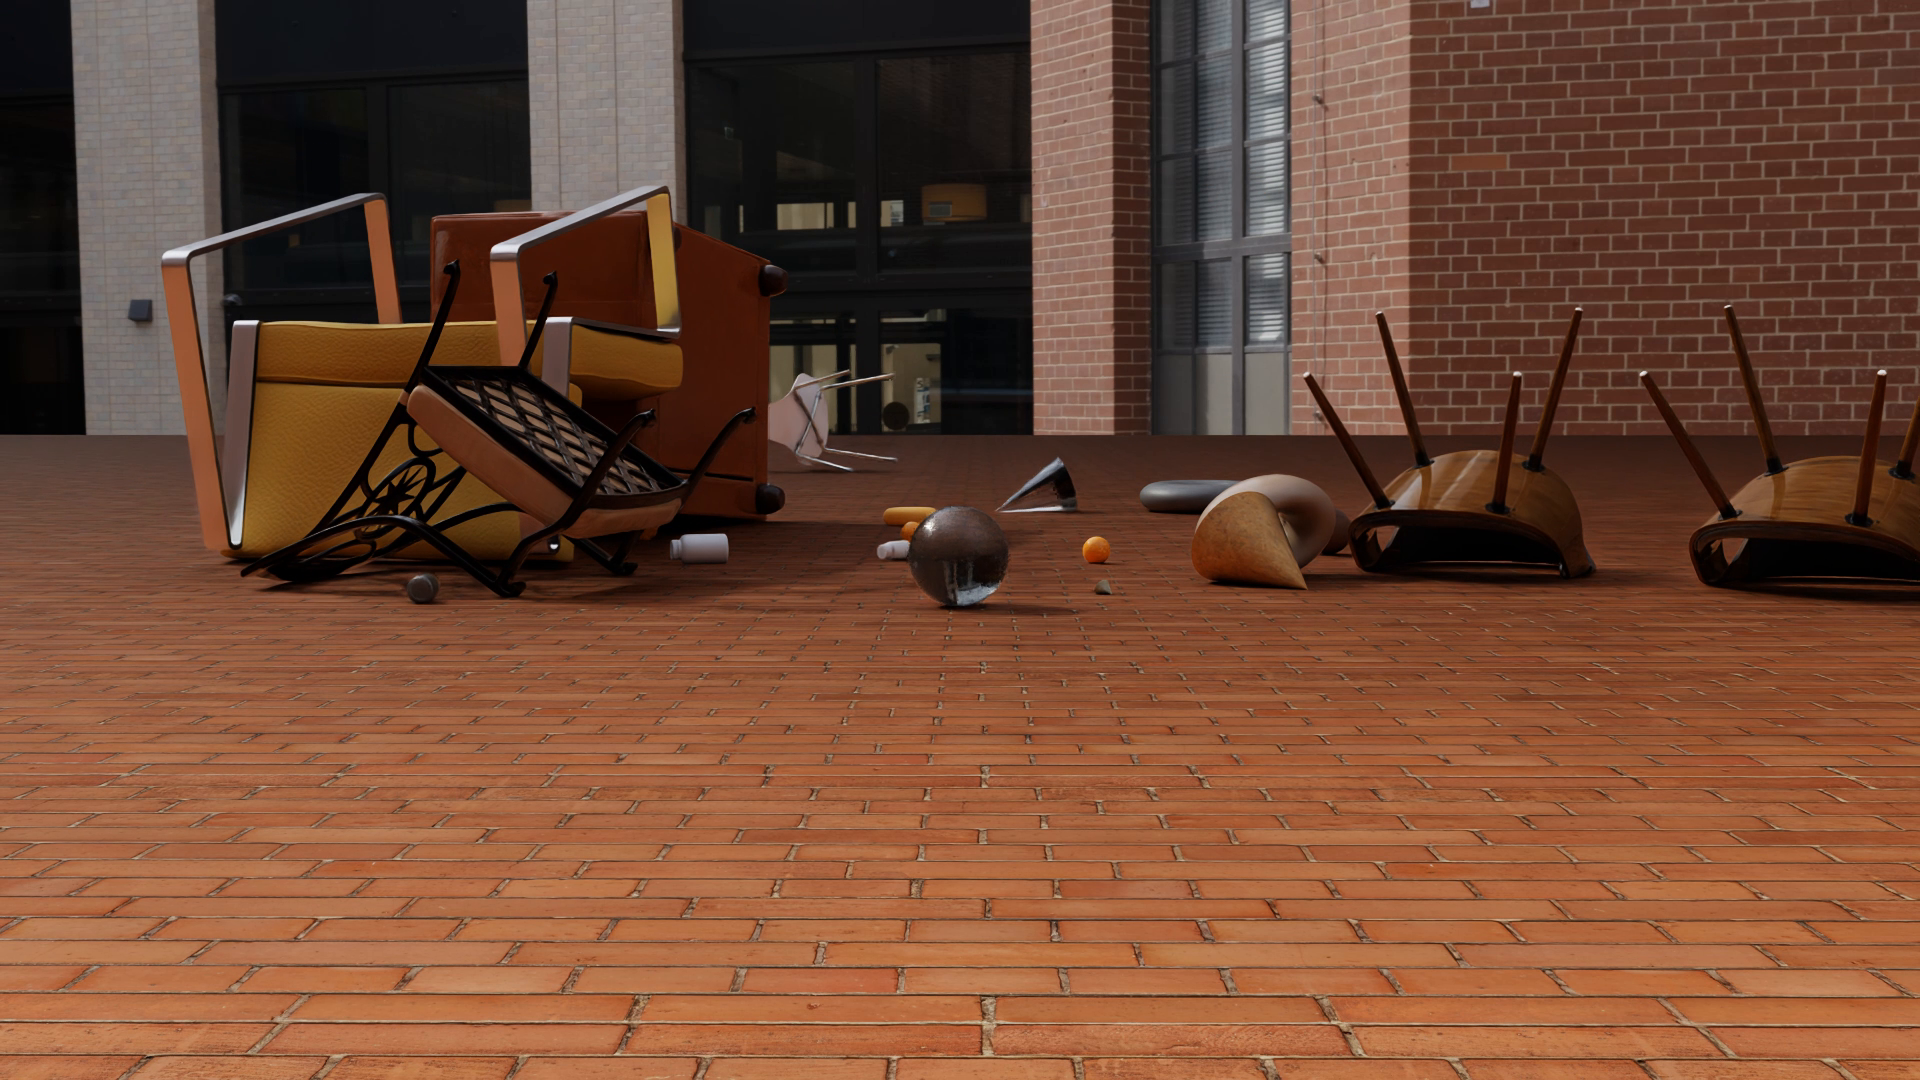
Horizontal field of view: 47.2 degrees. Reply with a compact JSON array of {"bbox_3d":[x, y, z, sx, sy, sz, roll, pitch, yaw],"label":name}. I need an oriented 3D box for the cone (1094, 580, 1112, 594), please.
[{"bbox_3d":[0.321,0.111,4.819,0.032,0.037,0.054,36,20,27],"label":"cone"}]

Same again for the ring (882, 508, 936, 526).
[{"bbox_3d":[-0.161,-0.076,7.234,0.192,0.060,0.147,0,3,20],"label":"ring"}]

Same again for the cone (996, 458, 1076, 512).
[{"bbox_3d":[0.256,-0.154,8.062,0.286,0.199,0.235,-21,-24,-10],"label":"cone"}]

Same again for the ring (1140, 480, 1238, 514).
[{"bbox_3d":[0.890,-0.159,8.081,0.452,0.108,0.483,-3,5,-26],"label":"ring"}]

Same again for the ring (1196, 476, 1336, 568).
[{"bbox_3d":[0.732,-0.029,5.269,0.364,0.245,0.164,-17,22,-23],"label":"ring"}]

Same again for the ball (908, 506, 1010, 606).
[{"bbox_3d":[-0.003,0.033,4.540,0.209,0.209,0.209,0,4,0],"label":"ball"}]

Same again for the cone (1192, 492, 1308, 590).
[{"bbox_3d":[0.708,0.052,5.005,0.256,0.234,0.263,3,26,-38],"label":"cone"}]
